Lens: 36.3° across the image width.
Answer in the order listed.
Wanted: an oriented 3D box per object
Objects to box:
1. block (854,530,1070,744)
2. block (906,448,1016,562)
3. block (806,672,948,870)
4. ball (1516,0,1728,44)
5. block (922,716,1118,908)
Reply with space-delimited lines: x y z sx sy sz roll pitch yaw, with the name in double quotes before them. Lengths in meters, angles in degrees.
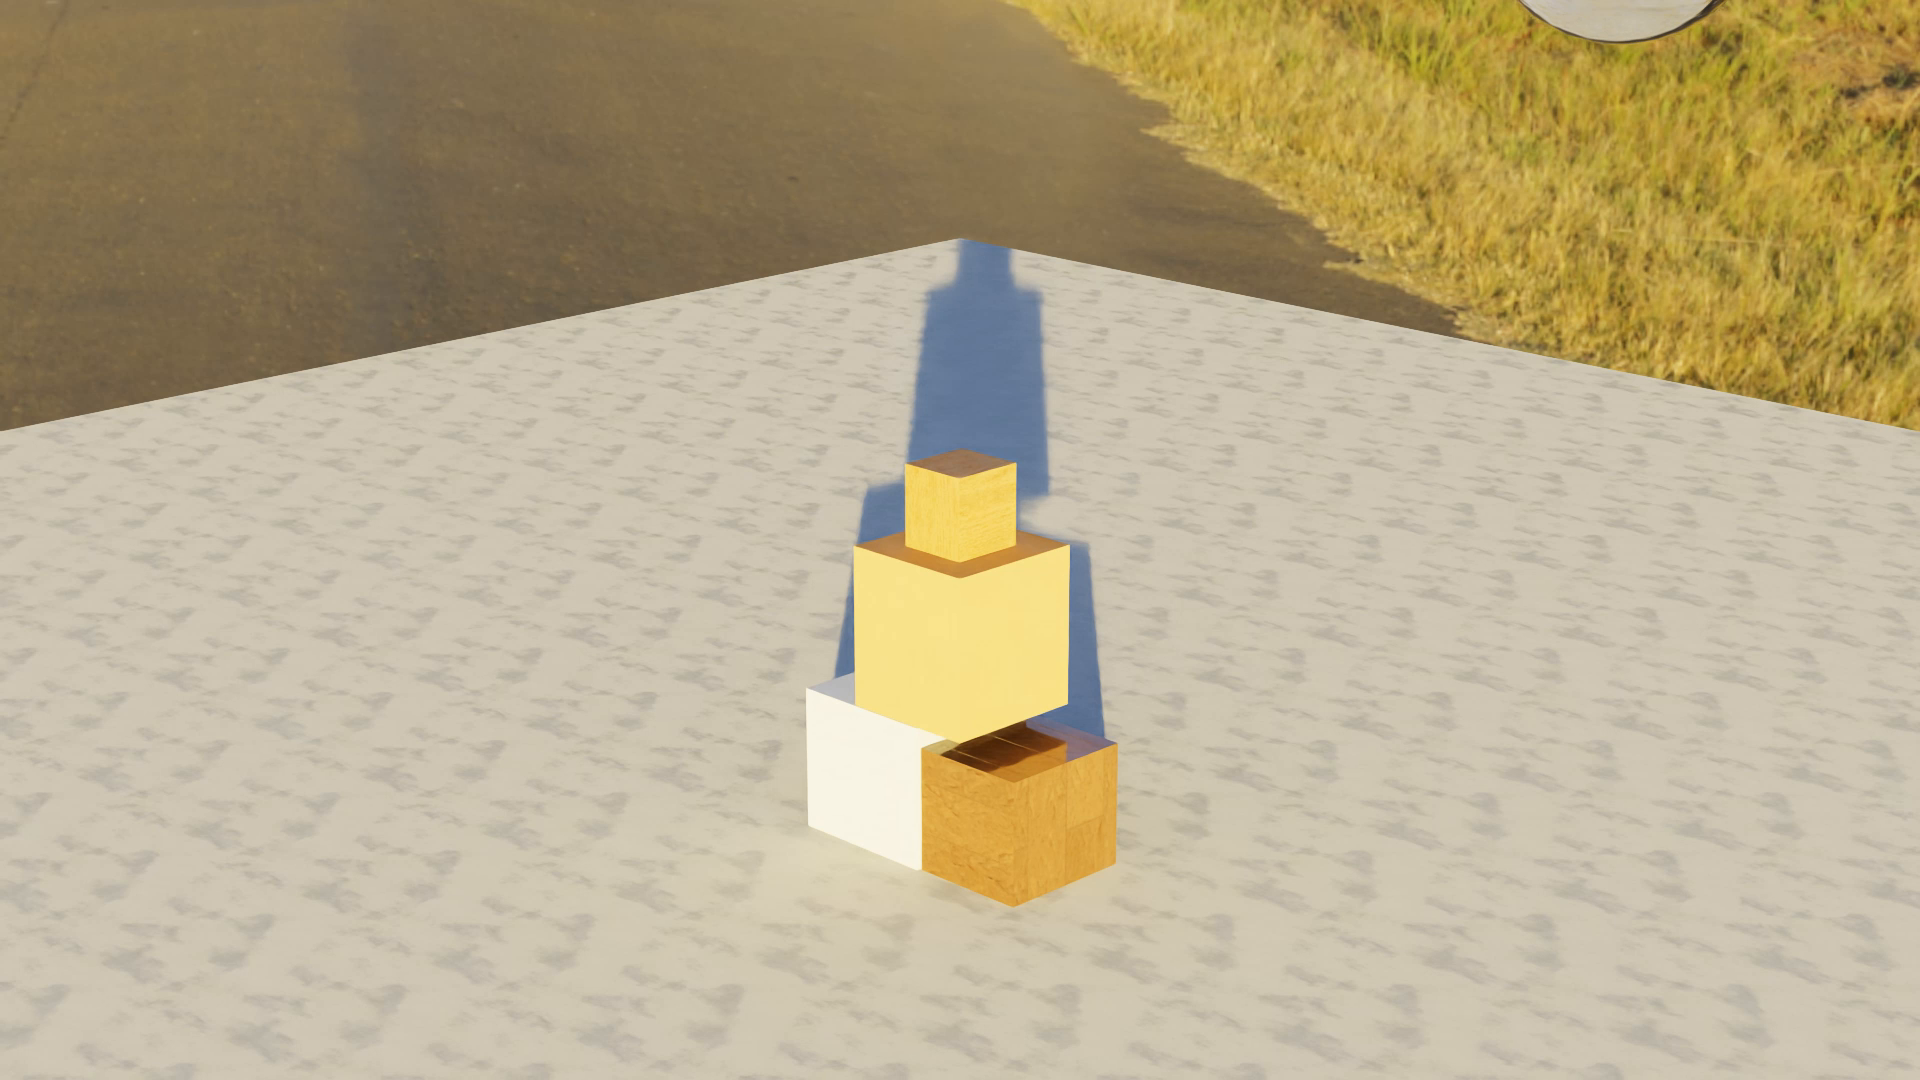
"block" 0.008 0.393 13.473 0.707 0.774 0.684 -17 24 -42
"block" 0.004 -0.161 13.295 0.364 0.390 0.345 -17 24 -42
"block" -0.206 1.033 13.893 0.718 0.698 0.745 -17 24 -42
"ball" 3.645 -3.523 16.055 1.600 1.600 1.600 0 17 0
"block" 0.272 1.223 13.452 0.682 0.600 0.587 -17 24 -42
